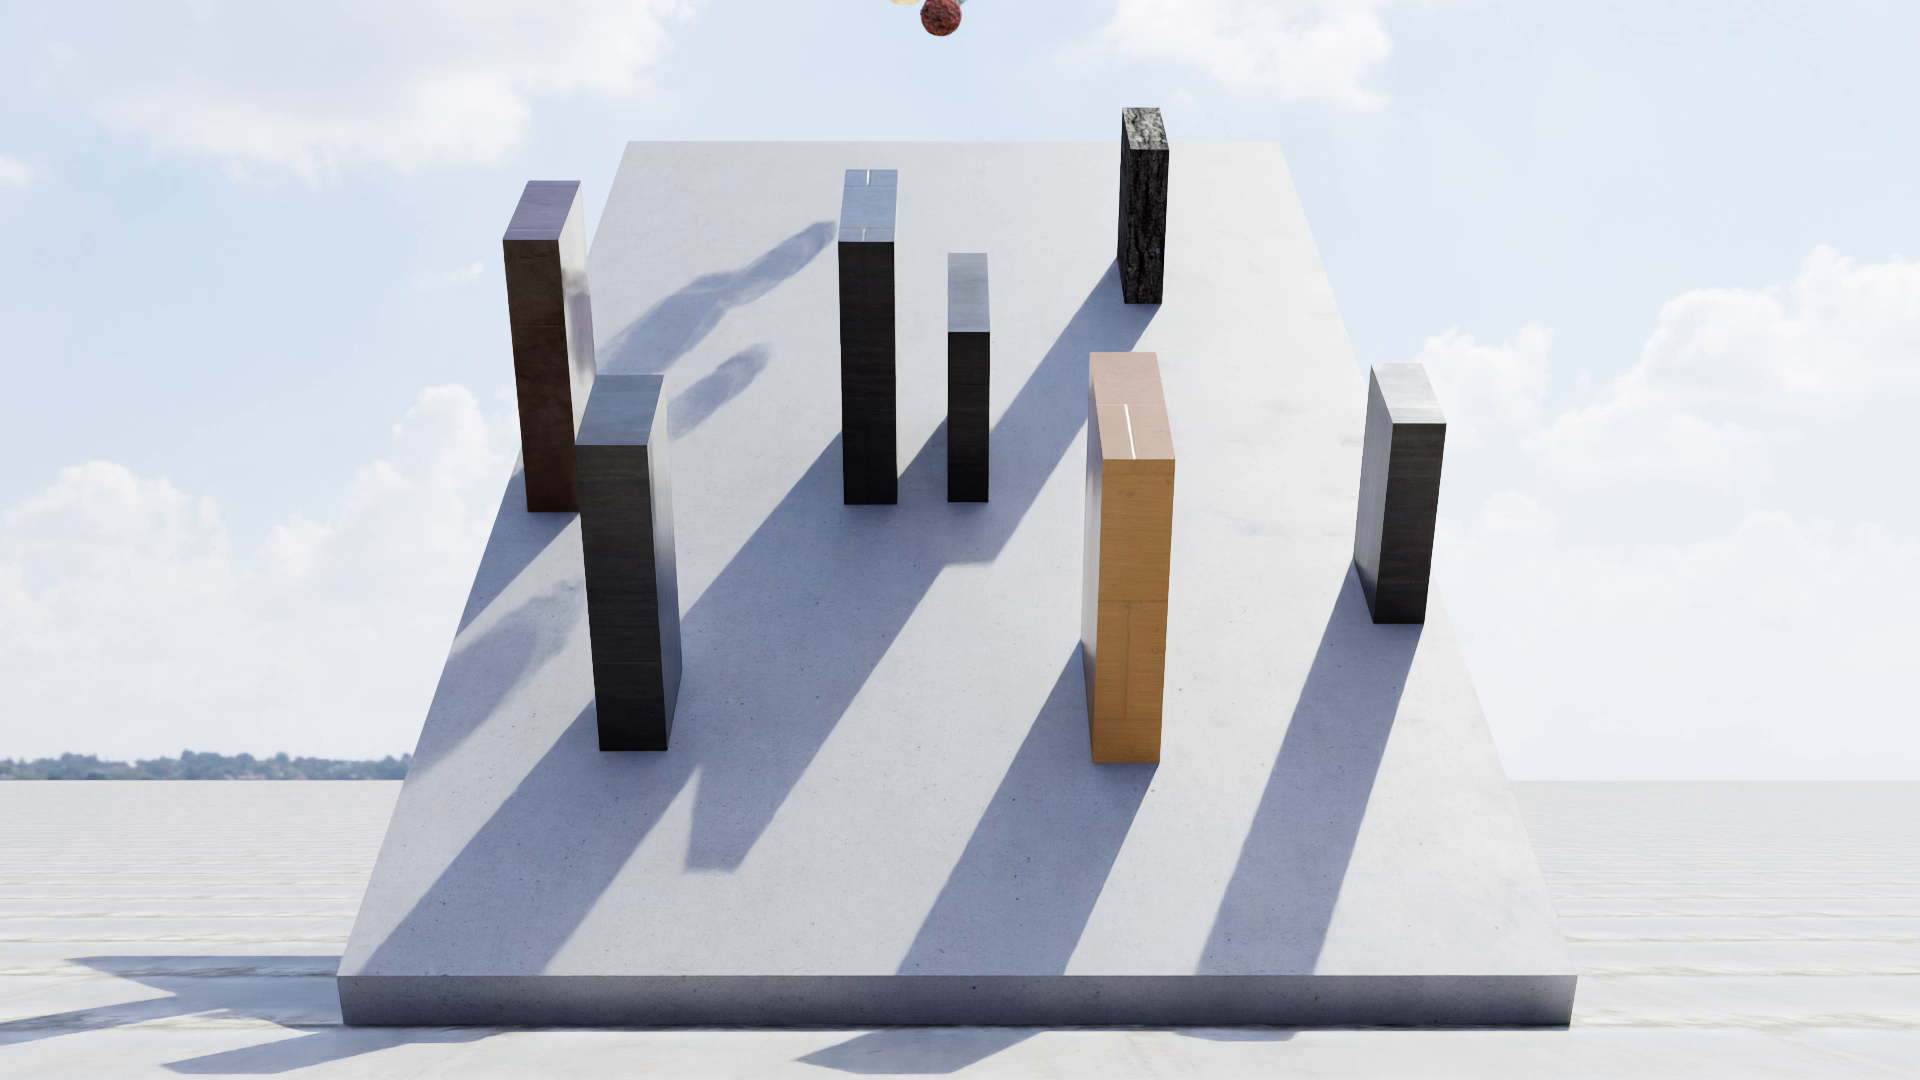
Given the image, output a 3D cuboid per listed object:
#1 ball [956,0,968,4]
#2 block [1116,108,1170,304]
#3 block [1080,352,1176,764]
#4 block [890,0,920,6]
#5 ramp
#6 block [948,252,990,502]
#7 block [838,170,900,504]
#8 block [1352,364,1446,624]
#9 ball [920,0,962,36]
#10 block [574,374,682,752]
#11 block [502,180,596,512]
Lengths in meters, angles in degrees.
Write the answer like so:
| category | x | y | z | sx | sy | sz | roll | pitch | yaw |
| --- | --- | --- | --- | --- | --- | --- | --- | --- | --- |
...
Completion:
| category | x | y | z | sx | sy | sz | roll | pitch | yaw |
| --- | --- | --- | --- | --- | --- | --- | --- | --- | --- |
| ball | -0.021 | -1.739 | 7.507 | 0.133 | 0.133 | 0.133 | 0 | -6 | 0 |
| block | 0.479 | -0.881 | 6.305 | 0.099 | 0.423 | 0.329 | 0 | 29 | 0 |
| block | 0.304 | 0.029 | 4.439 | 0.124 | 0.624 | 0.443 | 0 | 29 | 0 |
| block | -0.196 | -1.726 | 7.299 | 0.146 | 0.146 | 0.146 | 30 | 20 | 18 |
| ramp | -0.012 | -0.218 | 5.638 | 2.000 | 0.100 | 4.000 | 0 | 29 | 0 |
| block | 0.017 | -0.370 | 5.385 | 0.091 | 0.410 | 0.445 | 0 | 29 | 0 |
| block | -0.197 | -0.453 | 5.319 | 0.117 | 0.618 | 0.433 | 0 | 29 | 0 |
| block | 0.885 | -0.095 | 4.848 | 0.104 | 0.450 | 0.277 | 0 | 29 | 0 |
| ball | -0.055 | -1.525 | 6.968 | 0.121 | 0.121 | 0.121 | 0 | -6 | 0 |
| block | -0.602 | 0.044 | 4.399 | 0.125 | 0.631 | 0.287 | 0 | 29 | 0 |
| block | -0.886 | -0.424 | 5.242 | 0.116 | 0.636 | 0.350 | 0 | 29 | 0 |
